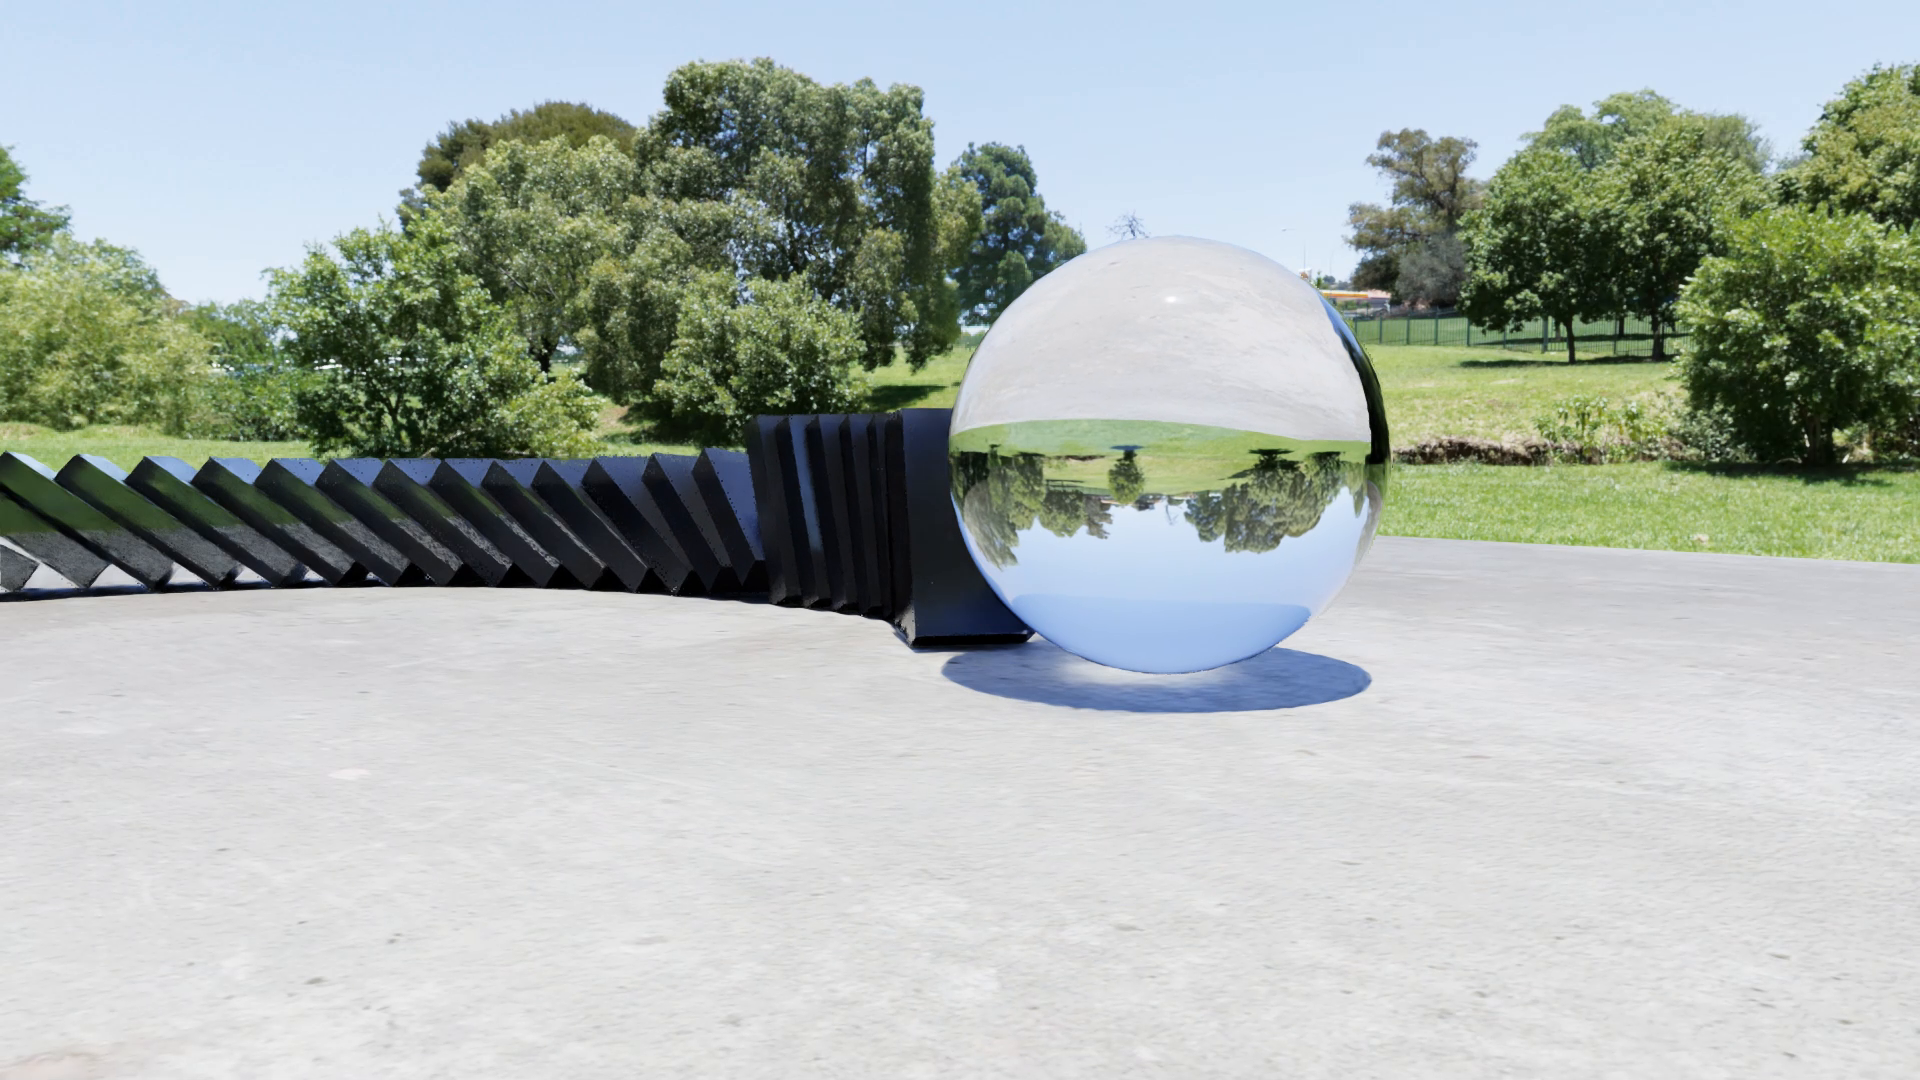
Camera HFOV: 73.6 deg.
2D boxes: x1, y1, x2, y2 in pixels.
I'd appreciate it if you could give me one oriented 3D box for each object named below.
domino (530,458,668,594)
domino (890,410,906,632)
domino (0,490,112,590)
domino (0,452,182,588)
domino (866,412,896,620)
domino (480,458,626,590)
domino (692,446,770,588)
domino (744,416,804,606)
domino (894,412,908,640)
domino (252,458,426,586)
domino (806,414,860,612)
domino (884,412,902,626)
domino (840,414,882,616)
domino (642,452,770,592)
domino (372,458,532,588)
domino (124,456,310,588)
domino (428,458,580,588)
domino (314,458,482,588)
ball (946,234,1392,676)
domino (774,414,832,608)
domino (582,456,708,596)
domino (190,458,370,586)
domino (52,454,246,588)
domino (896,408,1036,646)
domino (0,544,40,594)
[{"bbox_3d":[-0.102,-0.005,0.382,0.050,0.009,0.025,42,22,19],"label":"domino"},{"bbox_3d":[-0.002,-0.005,0.295,0.025,0.050,0.009,-1,-17,-11],"label":"domino"},{"bbox_3d":[-0.263,-0.005,0.356,0.050,0.009,0.025,44,-25,-26],"label":"domino"},{"bbox_3d":[-0.250,-0.005,0.368,0.050,0.009,0.025,40,-15,-19],"label":"domino"},{"bbox_3d":[-0.008,-0.006,0.315,0.025,0.050,0.009,-1,-16,-16],"label":"domino"},{"bbox_3d":[-0.118,-0.005,0.388,0.050,0.009,0.025,40,18,15],"label":"domino"},{"bbox_3d":[-0.057,-0.006,0.365,0.025,0.009,0.050,8,35,-37],"label":"domino"},{"bbox_3d":[-0.041,-0.009,0.347,0.025,0.050,0.010,-3,-16,-33],"label":"domino"},{"bbox_3d":[0.000,-0.004,0.285,0.025,0.050,0.009,-1,-17,-11],"label":"domino"},{"bbox_3d":[-0.186,-0.006,0.391,0.050,0.009,0.025,38,2,-4],"label":"domino"},{"bbox_3d":[-0.023,-0.007,0.333,0.025,0.050,0.010,-2,-16,-29],"label":"domino"},{"bbox_3d":[-0.004,-0.005,0.305,0.025,0.050,0.009,-1,-17,-11],"label":"domino"},{"bbox_3d":[-0.015,-0.007,0.324,0.025,0.050,0.009,-2,-16,-21],"label":"domino"},{"bbox_3d":[-0.070,-0.005,0.371,0.025,0.009,0.050,2,39,-43],"label":"domino"},{"bbox_3d":[-0.151,-0.006,0.393,0.050,0.009,0.025,38,10,6],"label":"domino"},{"bbox_3d":[-0.219,-0.006,0.383,0.050,0.009,0.025,38,-5,-11],"label":"domino"},{"bbox_3d":[-0.135,-0.006,0.391,0.050,0.009,0.025,39,14,11],"label":"domino"},{"bbox_3d":[-0.169,-0.006,0.393,0.050,0.009,0.025,38,6,1],"label":"domino"},{"bbox_3d":[0.037,-0.015,0.237,0.080,0.080,0.080,0,4,0],"label":"ball"},{"bbox_3d":[-0.032,-0.008,0.340,0.025,0.050,0.009,-3,-16,-32],"label":"domino"},{"bbox_3d":[-0.086,-0.005,0.376,0.050,0.009,0.025,46,27,24],"label":"domino"},{"bbox_3d":[-0.203,-0.006,0.388,0.050,0.010,0.025,38,-2,-7],"label":"domino"},{"bbox_3d":[-0.235,-0.006,0.375,0.050,0.009,0.025,39,-11,-16],"label":"domino"},{"bbox_3d":[0.001,-0.003,0.274,0.025,0.050,0.009,-1,-17,-11],"label":"domino"},{"bbox_3d":[-0.276,-0.002,0.343,0.050,0.010,0.025,37,-23,-31],"label":"domino"}]
